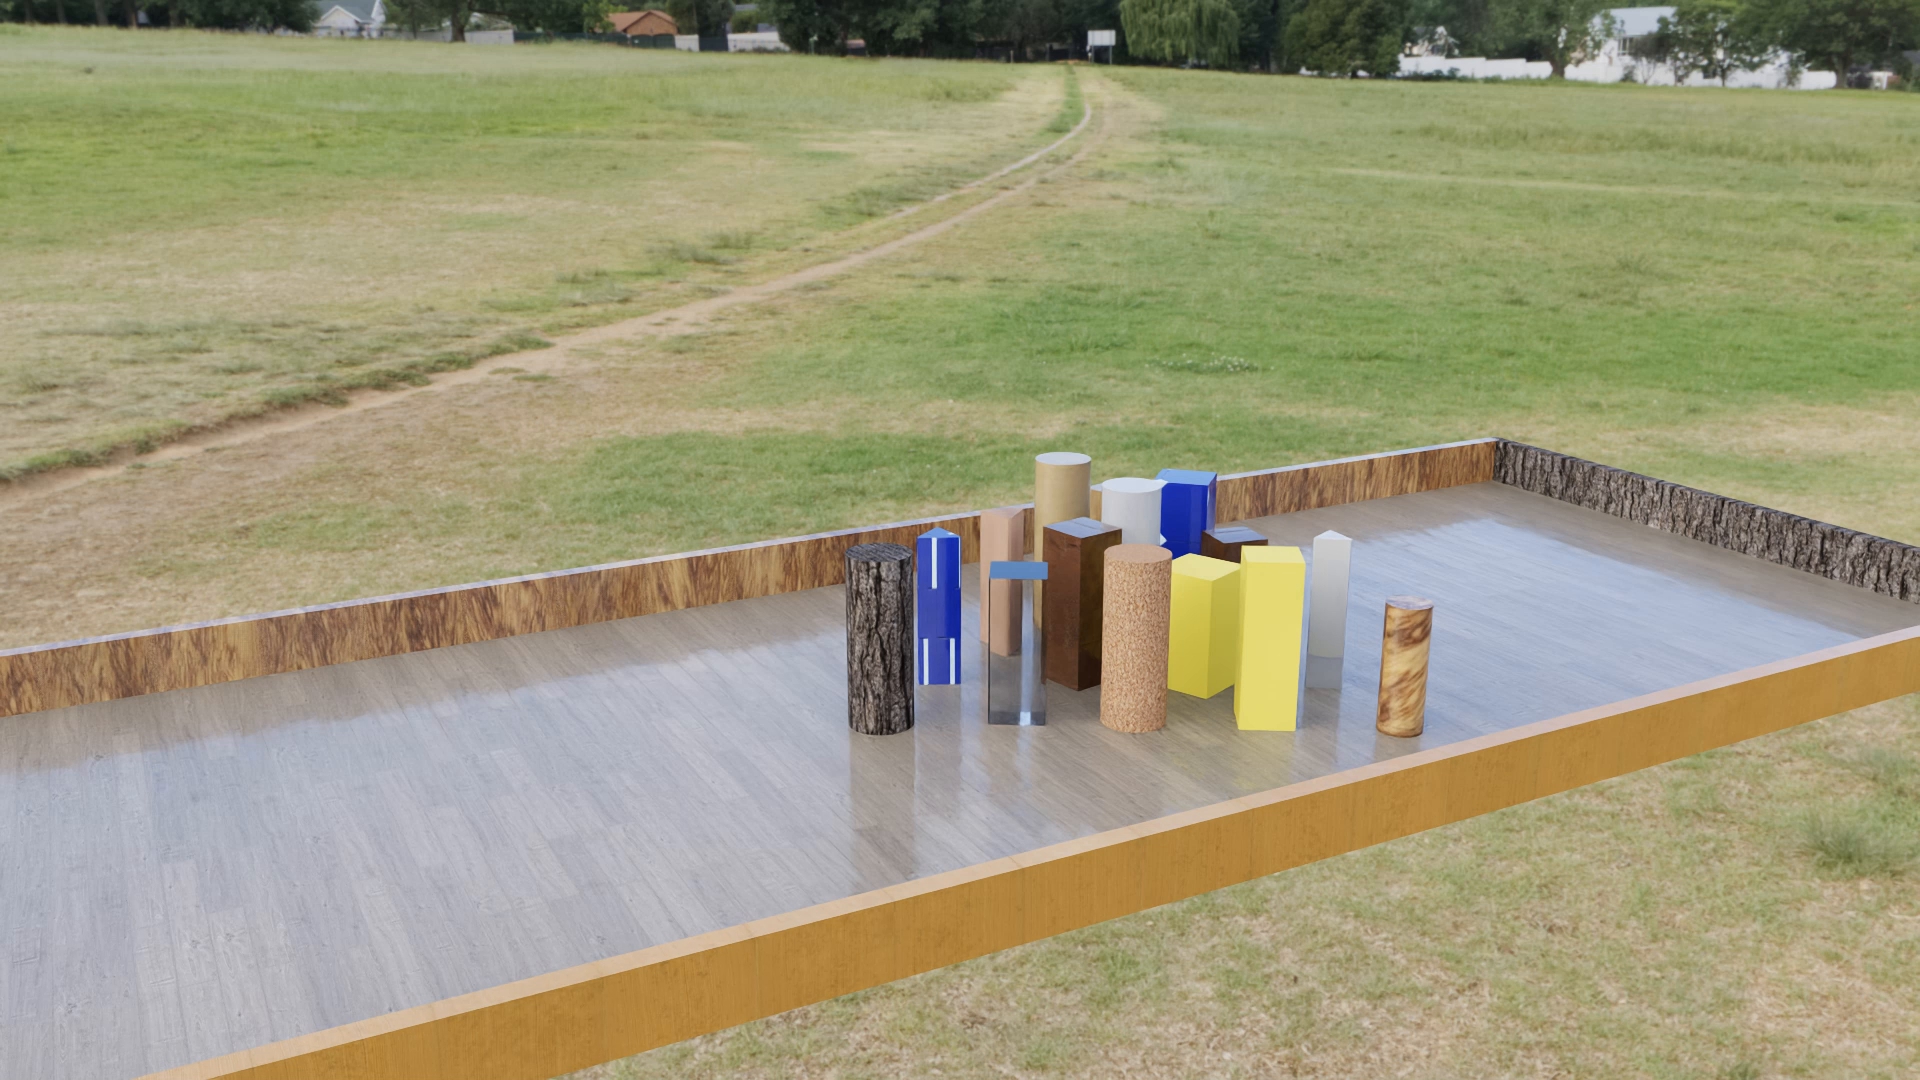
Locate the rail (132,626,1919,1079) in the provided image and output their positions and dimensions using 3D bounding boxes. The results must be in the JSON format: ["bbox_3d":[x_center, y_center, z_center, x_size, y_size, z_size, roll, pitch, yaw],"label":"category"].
[{"bbox_3d":[-2.336,1.006,1.665,12.000,0.150,0.050,-9,18,-27],"label":"rail"}]

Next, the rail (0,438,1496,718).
[{"bbox_3d":[-3.305,0.497,3.399,12.000,0.150,0.050,-9,18,-27],"label":"rail"}]

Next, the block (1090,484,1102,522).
[{"bbox_3d":[0.488,-0.008,4.845,0.176,0.302,0.176,16,23,43],"label":"block"}]

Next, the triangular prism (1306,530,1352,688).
[{"bbox_3d":[0.909,0.172,4.086,0.089,0.386,0.077,2,17,7],"label":"triangular prism"}]

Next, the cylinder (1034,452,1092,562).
[{"bbox_3d":[0.281,-0.003,4.557,0.153,0.456,0.153,0,16,0],"label":"cylinder"}]

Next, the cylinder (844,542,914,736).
[{"bbox_3d":[-0.185,0.229,3.831,0.156,0.419,0.156,0,16,0],"label":"cylinder"}]

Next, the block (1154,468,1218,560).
[{"bbox_3d":[0.615,0.021,4.566,0.151,0.404,0.151,5,17,17],"label":"block"}]

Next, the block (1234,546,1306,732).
[{"bbox_3d":[0.720,0.229,3.850,0.131,0.409,0.131,1,16,4],"label":"block"}]

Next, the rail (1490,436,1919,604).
[{"bbox_3d":[2.466,-0.048,5.253,0.050,0.150,2.100,-9,18,-27],"label":"rail"}]

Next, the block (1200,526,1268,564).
[{"bbox_3d":[0.717,0.135,4.346,0.127,0.310,0.127,-5,17,-18],"label":"block"}]

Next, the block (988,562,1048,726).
[{"bbox_3d":[0.137,0.243,3.888,0.134,0.361,0.134,1,16,3],"label":"block"}]

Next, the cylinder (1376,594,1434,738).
[{"bbox_3d":[1.026,0.292,3.809,0.107,0.312,0.107,0,16,0],"label":"cylinder"}]

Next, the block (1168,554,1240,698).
[{"bbox_3d":[0.592,0.211,4.100,0.165,0.303,0.165,13,21,38],"label":"block"}]

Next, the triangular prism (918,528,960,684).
[{"bbox_3d":[-0.053,0.164,4.119,0.106,0.382,0.092,-1,16,-3],"label":"triangular prism"}]

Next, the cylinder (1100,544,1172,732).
[{"bbox_3d":[0.410,0.228,3.847,0.155,0.413,0.155,0,16,0],"label":"cylinder"}]

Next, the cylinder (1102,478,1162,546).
[{"bbox_3d":[0.442,0.075,4.301,0.154,0.451,0.154,0,16,0],"label":"cylinder"}]

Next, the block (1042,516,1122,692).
[{"bbox_3d":[0.302,0.158,4.116,0.137,0.395,0.137,-13,21,-37],"label":"block"}]

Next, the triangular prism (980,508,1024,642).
[{"bbox_3d":[0.129,0.098,4.379,0.099,0.363,0.115,-14,21,-39],"label":"triangular prism"}]
